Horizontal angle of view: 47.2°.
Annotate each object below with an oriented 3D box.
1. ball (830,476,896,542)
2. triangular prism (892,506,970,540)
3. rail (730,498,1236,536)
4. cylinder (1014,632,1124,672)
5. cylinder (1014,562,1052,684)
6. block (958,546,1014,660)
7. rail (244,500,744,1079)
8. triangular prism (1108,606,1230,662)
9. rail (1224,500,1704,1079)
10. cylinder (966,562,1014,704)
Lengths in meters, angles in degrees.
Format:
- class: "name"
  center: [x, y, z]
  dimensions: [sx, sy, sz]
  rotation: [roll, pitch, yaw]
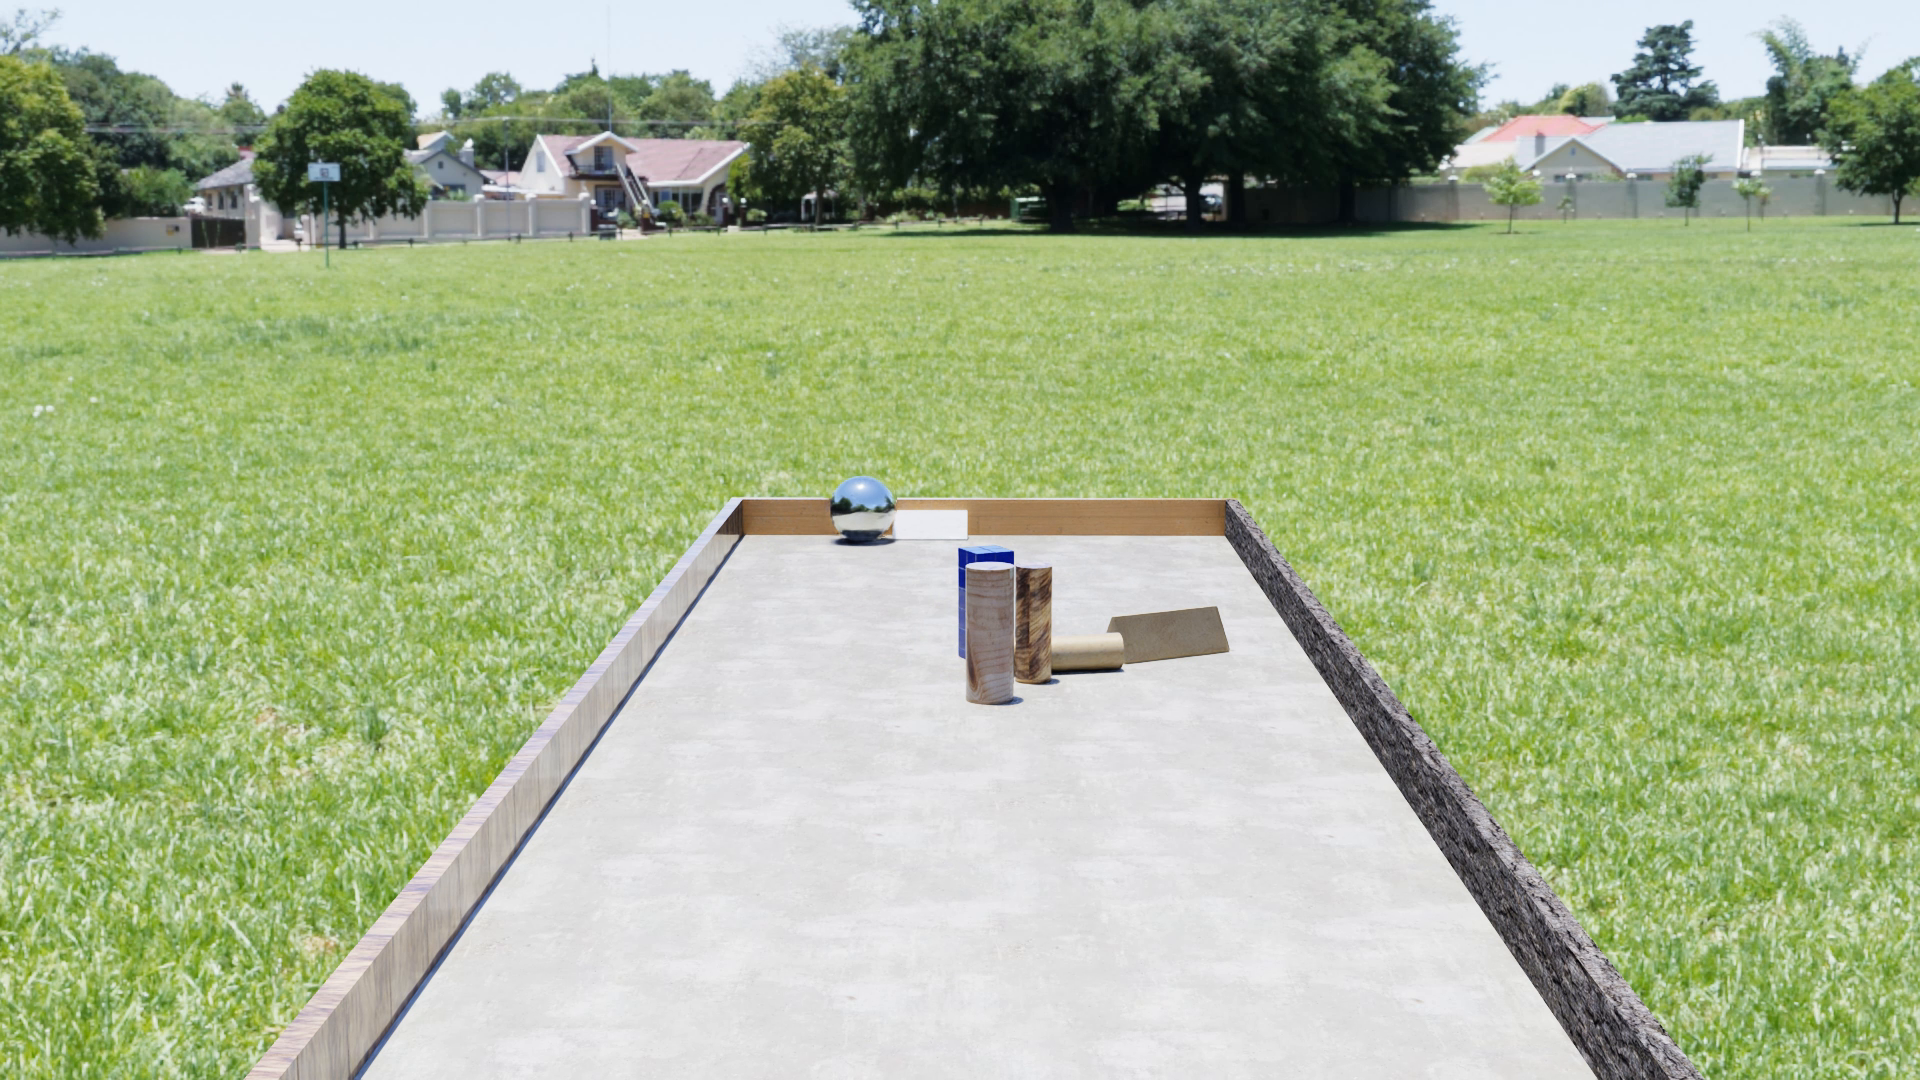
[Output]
- class: "ball"
  center: [-0.397, -0.127, 8.955]
  dimensions: [0.269, 0.269, 0.269]
  rotation: [0, 9, 0]
- class: "triangular prism"
  center: [-0.126, -0.066, 9.049]
  dimensions: [0.306, 0.113, 0.130]
  rotation: [-9, 23, -2]
- class: "rail"
  center: [0.099, -0.098, 9.147]
  dimensions: [2.100, 0.150, 0.050]
  rotation: [0, 9, 1]
- class: "cylinder"
  center: [0.265, 0.338, 6.531]
  dimensions: [0.431, 0.109, 0.109]
  rotation: [-2, 9, -12]
- class: "cylinder"
  center: [0.214, 0.241, 6.392]
  dimensions: [0.107, 0.342, 0.107]
  rotation: [0, 9, 0]
- class: "block"
  center: [0.079, 0.195, 6.700]
  dimensions: [0.128, 0.337, 0.128]
  rotation: [-4, 10, -25]
- class: "rail"
  center: [-1.004, 0.839, 3.234]
  dimensions: [0.050, 0.150, 12.000]
  rotation: [0, 9, 1]
- class: "triangular prism"
  center: [0.632, 0.283, 6.782]
  dimensions: [0.381, 0.131, 0.151]
  rotation: [-5, 10, -28]
- class: "rail"
  center: [1.046, 0.843, 3.208]
  dimensions: [0.050, 0.150, 12.000]
  rotation: [0, 9, 1]
- class: "cylinder"
  center: [0.084, 0.260, 6.151]
  dimensions: [0.135, 0.381, 0.135]
  rotation: [0, 9, 0]
